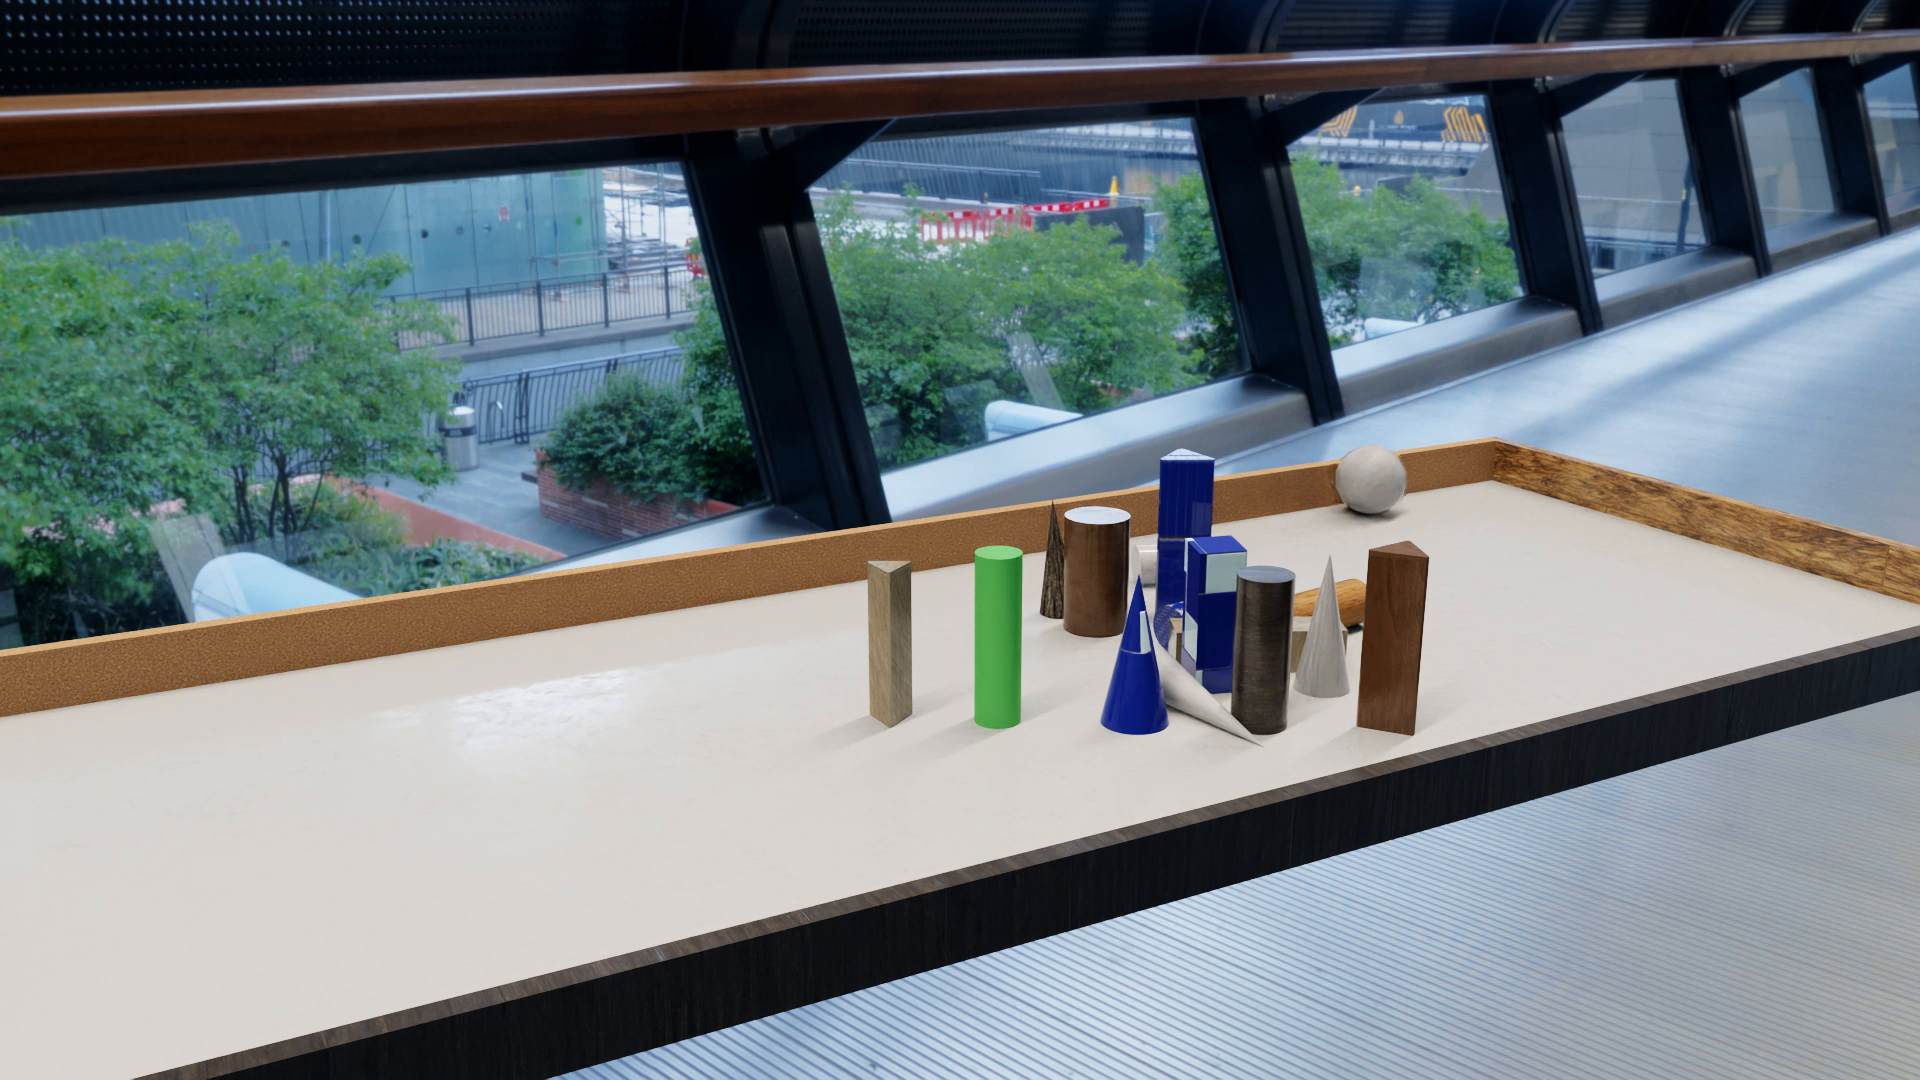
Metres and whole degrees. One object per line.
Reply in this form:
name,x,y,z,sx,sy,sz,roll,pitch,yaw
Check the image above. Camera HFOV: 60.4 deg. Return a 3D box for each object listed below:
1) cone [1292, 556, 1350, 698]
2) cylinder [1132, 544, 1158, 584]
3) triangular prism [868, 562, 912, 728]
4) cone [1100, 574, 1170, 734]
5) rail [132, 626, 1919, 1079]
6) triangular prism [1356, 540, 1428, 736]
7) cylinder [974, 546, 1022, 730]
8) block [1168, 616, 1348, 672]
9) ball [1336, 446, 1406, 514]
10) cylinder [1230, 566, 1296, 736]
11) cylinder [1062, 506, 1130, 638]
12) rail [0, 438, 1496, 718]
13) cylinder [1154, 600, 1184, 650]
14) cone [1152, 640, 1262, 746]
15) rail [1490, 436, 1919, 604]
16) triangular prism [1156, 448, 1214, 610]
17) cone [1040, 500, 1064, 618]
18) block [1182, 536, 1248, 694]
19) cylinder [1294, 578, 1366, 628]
cone,0.900,0.199,4.056,0.141,0.351,0.141,0,16,0
cylinder,0.675,0.068,4.916,0.309,0.117,0.117,-2,17,-8
triangular prism,-0.152,0.239,3.867,0.086,0.381,0.100,-10,19,-30
cone,0.412,0.252,3.845,0.164,0.368,0.164,0,16,0
rail,-2.336,1.006,1.665,12.000,0.150,0.050,-9,18,-27
triangular prism,1.014,0.223,3.830,0.132,0.432,0.115,8,18,25
cylinder,0.089,0.227,3.846,0.110,0.414,0.110,0,16,0
block,0.762,0.270,4.239,0.436,0.112,0.112,-1,16,-2
ball,1.403,-0.206,5.638,0.236,0.236,0.236,0,16,0
cylinder,0.702,0.256,3.828,0.133,0.370,0.133,0,16,0
cylinder,0.371,0.086,4.495,0.177,0.319,0.177,0,16,0
rail,-3.305,0.497,3.399,12.000,0.150,0.050,-9,18,-27
cylinder,0.673,0.208,4.423,0.305,0.126,0.126,-12,20,-35
cone,0.574,0.391,3.910,0.131,0.131,0.441,-11,28,-32
rail,2.466,-0.048,5.253,0.050,0.150,2.100,-9,18,-27
triangular prism,0.617,-0.018,4.602,0.146,0.458,0.126,0,16,-1
cone,0.268,0.043,4.613,0.113,0.328,0.113,-4,15,1
block,0.623,0.185,4.060,0.118,0.368,0.118,-4,19,-9
cylinder,0.967,0.195,4.468,0.316,0.126,0.126,-12,20,-35
